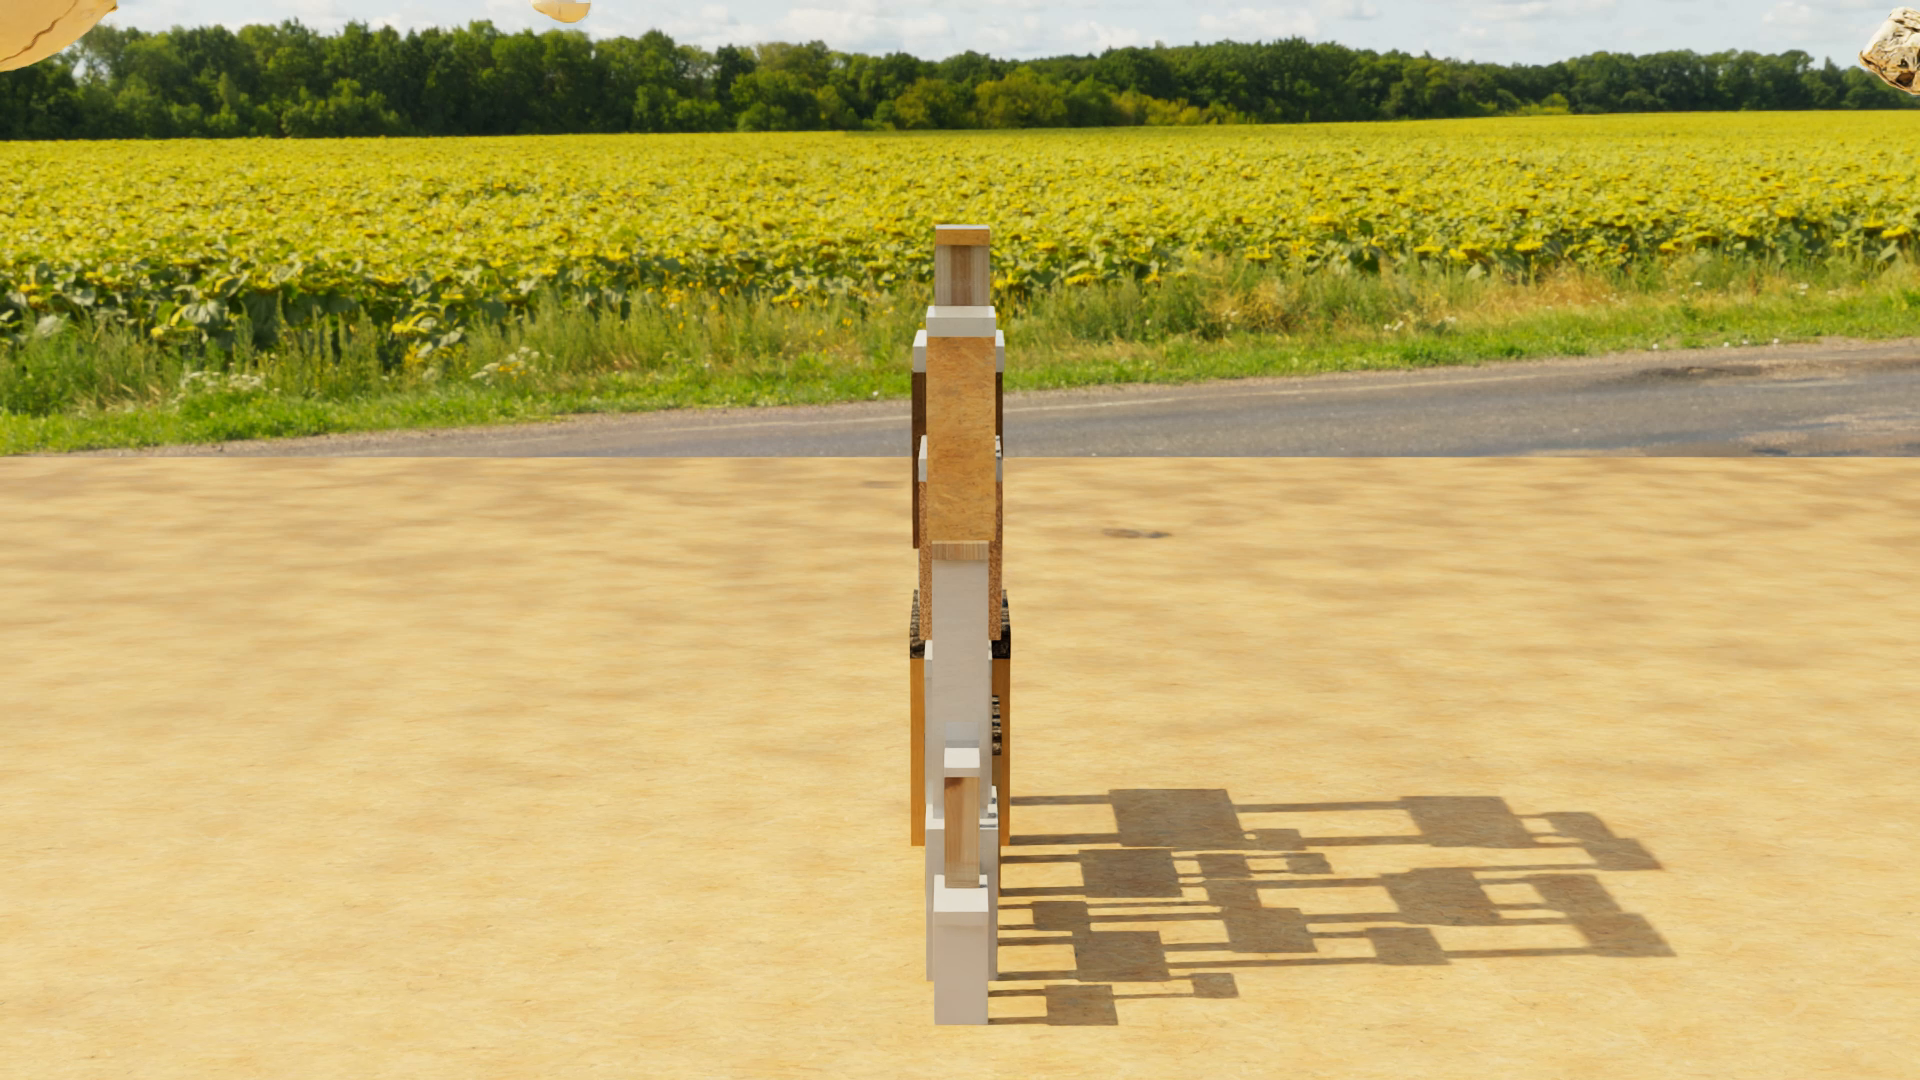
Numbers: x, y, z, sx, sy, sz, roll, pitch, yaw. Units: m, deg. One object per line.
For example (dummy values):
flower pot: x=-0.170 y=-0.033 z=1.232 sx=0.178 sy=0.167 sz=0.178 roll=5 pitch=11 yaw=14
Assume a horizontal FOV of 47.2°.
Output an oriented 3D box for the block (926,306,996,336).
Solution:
block: x=0.002 y=-0.322 z=3.229 sx=0.099 sy=0.028 sz=0.199 roll=0 pitch=11 yaw=0

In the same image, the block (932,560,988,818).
block: x=0.000 y=0.218 z=3.248 sx=0.082 sy=0.396 sz=0.023 roll=0 pitch=10 yaw=0

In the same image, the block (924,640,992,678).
block: x=-0.002 y=0.174 z=3.384 sx=0.101 sy=0.029 sz=0.202 roll=0 pitch=11 yaw=0

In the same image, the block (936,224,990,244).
block: x=0.003 y=-0.499 z=3.587 sx=0.088 sy=0.025 sz=0.175 roll=0 pitch=10 yaw=-1

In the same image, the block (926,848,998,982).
block: x=0.003 y=0.552 z=3.285 sx=0.107 sy=0.214 sz=0.030 roll=0 pitch=11 yaw=0

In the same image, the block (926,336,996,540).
block: x=0.002 y=-0.149 z=3.194 sx=0.099 sy=0.299 sz=0.028 roll=0 pitch=10 yaw=0

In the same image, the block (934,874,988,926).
block: x=0.001 y=0.517 z=3.159 sx=0.077 sy=0.022 sz=0.154 roll=0 pitch=11 yaw=0

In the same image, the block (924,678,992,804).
block: x=-0.002 y=0.300 z=3.338 sx=0.101 sy=0.202 sz=0.029 roll=0 pitch=10 yaw=0

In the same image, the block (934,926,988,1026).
block: x=0.001 y=0.613 z=3.125 sx=0.077 sy=0.154 sz=0.022 roll=0 pitch=11 yaw=0

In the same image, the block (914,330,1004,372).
block: x=-0.001 y=-0.330 z=3.831 sx=0.153 sy=0.043 sz=0.307 roll=0 pitch=11 yaw=0

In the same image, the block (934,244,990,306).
block: x=0.003 y=-0.324 z=3.561 sx=0.088 sy=0.309 sz=0.025 roll=0 pitch=10 yaw=0

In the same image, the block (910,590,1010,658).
block: x=0.000 y=0.149 z=3.984 sx=0.175 sy=0.050 sz=0.351 roll=0 pitch=11 yaw=0

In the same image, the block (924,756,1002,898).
block: x=0.005 y=0.466 z=3.646 sx=0.126 sy=0.251 sz=0.036 roll=0 pitch=11 yaw=0

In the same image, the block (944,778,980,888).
block: x=0.003 y=0.418 z=3.167 sx=0.050 sy=0.170 sz=0.014 roll=0 pitch=11 yaw=0

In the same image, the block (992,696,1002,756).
block: x=0.005 y=0.310 z=3.703 sx=0.126 sy=0.036 sz=0.251 roll=0 pitch=11 yaw=0

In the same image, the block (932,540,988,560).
block: x=0.000 y=0.002 z=3.264 sx=0.082 sy=0.023 sz=0.165 roll=0 pitch=11 yaw=0

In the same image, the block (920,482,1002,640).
block: x=0.001 y=0.028 z=3.401 sx=0.126 sy=0.252 sz=0.036 roll=0 pitch=10 yaw=0

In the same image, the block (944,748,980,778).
block: x=0.003 y=0.322 z=3.183 sx=0.050 sy=0.014 sz=0.101 roll=0 pitch=11 yaw=0

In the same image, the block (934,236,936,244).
block: x=-0.004 y=-0.510 z=3.759 sx=0.078 sy=0.022 sz=0.157 roll=0 pitch=11 yaw=0

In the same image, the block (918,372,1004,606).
block: x=0.001 y=-0.105 z=3.976 sx=0.153 sy=0.453 sz=0.043 roll=0 pitch=11 yaw=0

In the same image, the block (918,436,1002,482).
block: x=0.001 y=-0.129 z=3.457 sx=0.126 sy=0.036 sz=0.252 roll=0 pitch=11 yaw=0

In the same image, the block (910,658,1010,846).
block: x=0.000 y=0.368 z=3.906 sx=0.175 sy=0.351 sz=0.050 roll=0 pitch=11 yaw=0

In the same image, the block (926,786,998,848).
block: x=0.003 y=0.419 z=3.333 sx=0.107 sy=0.030 sz=0.214 roll=0 pitch=11 yaw=0

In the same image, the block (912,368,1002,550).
block: x=-0.005 y=-0.140 z=3.763 sx=0.153 sy=0.307 sz=0.043 roll=0 pitch=10 yaw=0
